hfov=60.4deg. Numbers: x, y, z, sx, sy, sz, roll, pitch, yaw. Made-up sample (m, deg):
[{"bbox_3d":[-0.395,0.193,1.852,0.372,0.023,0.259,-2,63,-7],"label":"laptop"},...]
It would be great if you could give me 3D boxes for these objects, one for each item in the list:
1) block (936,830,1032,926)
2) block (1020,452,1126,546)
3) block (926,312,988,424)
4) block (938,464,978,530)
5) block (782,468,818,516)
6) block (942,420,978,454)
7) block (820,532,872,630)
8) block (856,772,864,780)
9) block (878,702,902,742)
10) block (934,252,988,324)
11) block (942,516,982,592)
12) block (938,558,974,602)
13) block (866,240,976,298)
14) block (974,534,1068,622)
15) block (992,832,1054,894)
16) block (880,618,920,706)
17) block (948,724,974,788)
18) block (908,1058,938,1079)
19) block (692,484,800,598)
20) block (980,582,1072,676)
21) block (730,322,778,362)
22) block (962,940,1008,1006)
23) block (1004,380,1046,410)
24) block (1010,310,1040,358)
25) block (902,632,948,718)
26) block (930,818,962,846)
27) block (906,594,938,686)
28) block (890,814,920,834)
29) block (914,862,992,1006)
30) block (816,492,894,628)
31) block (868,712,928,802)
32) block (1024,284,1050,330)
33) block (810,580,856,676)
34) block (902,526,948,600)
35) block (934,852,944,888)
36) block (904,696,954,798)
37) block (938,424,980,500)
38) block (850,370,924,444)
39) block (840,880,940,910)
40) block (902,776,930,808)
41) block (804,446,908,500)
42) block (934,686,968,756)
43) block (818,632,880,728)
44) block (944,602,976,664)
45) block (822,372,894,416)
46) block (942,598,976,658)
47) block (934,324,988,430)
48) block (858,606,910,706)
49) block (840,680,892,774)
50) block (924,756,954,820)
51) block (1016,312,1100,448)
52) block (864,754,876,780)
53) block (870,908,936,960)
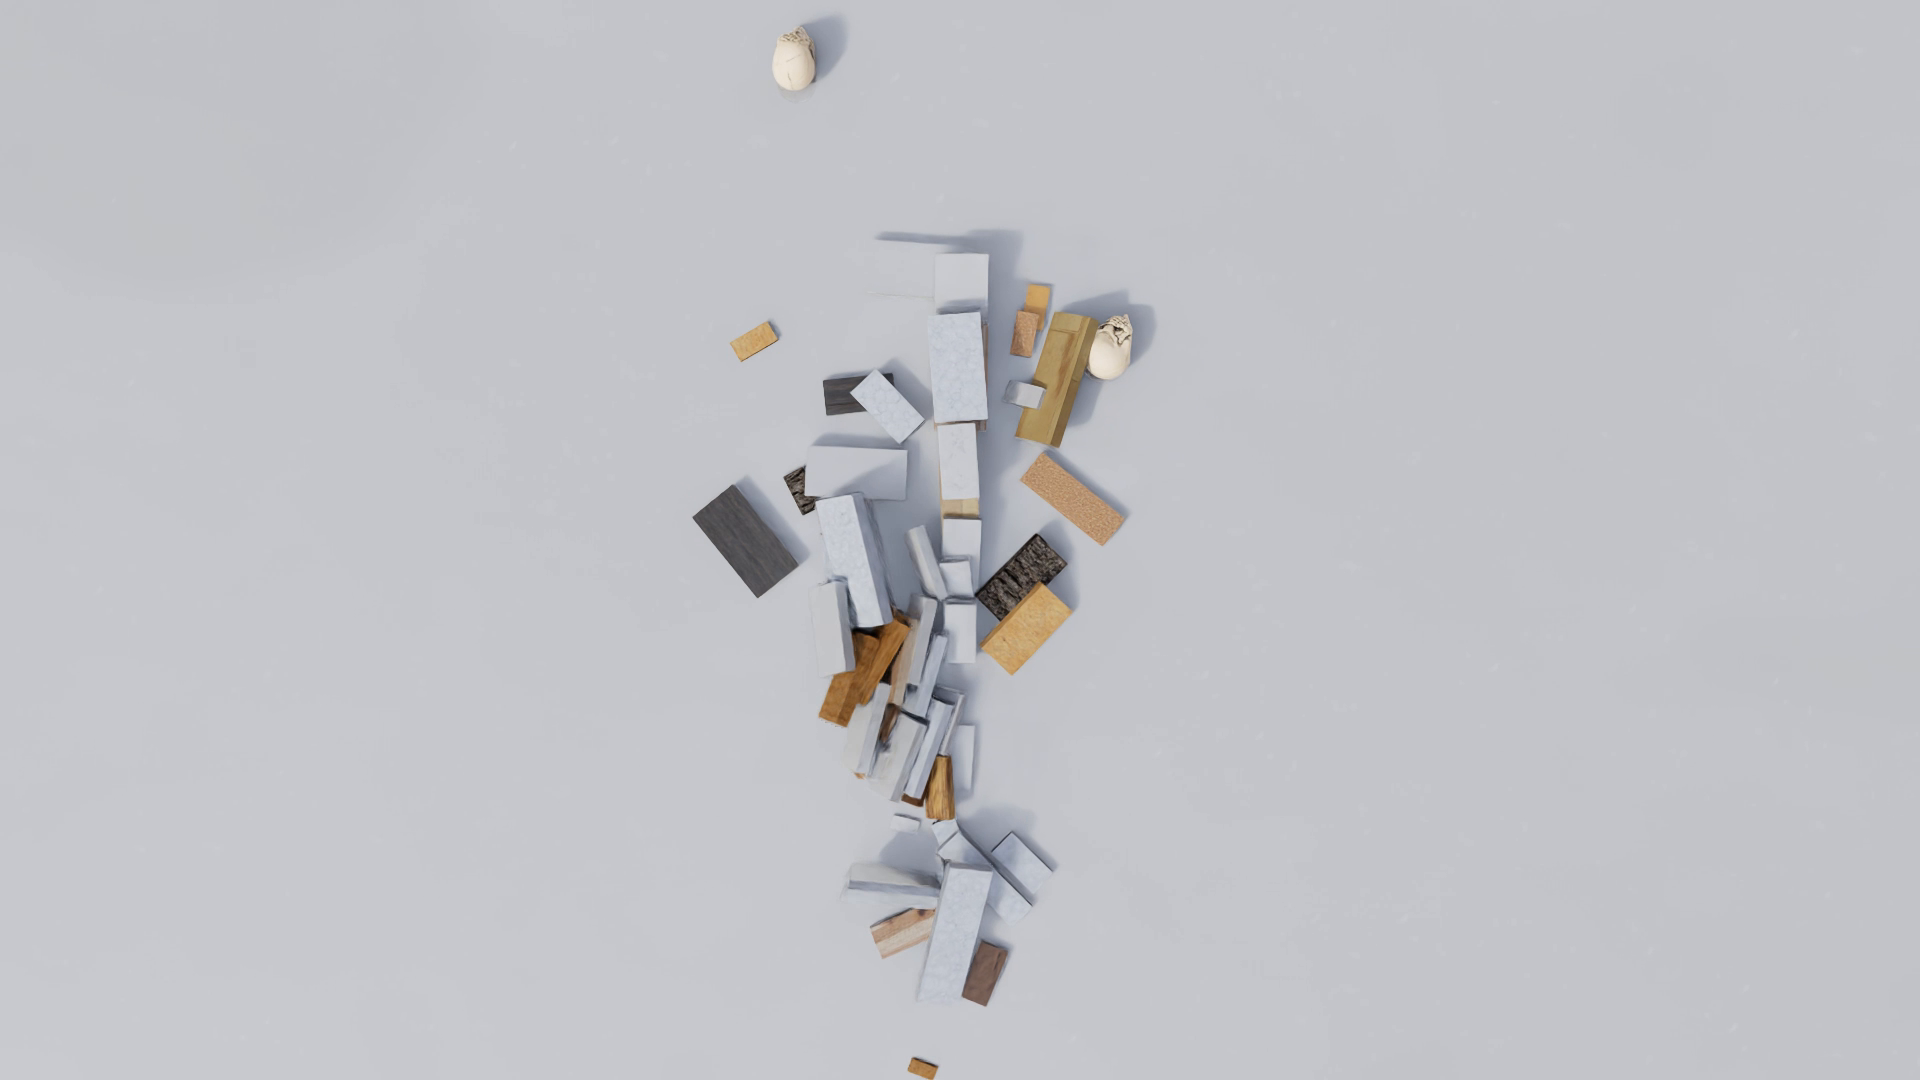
[{"bbox_3d":[0.082,1.120,5.452,0.097,0.028,0.366,-43,101,0],"label":"block"},{"bbox_3d":[0.373,-0.135,5.483,0.353,0.033,0.117,39,90,0],"label":"block"},{"bbox_3d":[-0.008,-0.559,5.358,0.173,0.049,0.347,-4,94,0],"label":"block"},{"bbox_3d":[-0.002,-0.126,5.432,0.125,0.035,0.250,-2,109,1],"label":"block"},{"bbox_3d":[-0.525,-0.162,5.490,0.072,0.020,0.144,-27,90,0],"label":"block"},{"bbox_3d":[0.000,-0.380,5.431,0.121,0.034,0.242,2,103,0],"label":"block"},{"bbox_3d":[-0.356,0.129,5.462,0.166,0.047,0.331,-9,95,0],"label":"block"},{"bbox_3d":[-0.313,0.722,5.466,0.019,0.067,0.133,17,90,-10],"label":"block"},{"bbox_3d":[-0.245,0.594,5.472,0.067,0.019,0.133,25,90,39],"label":"block"},{"bbox_3d":[0.004,-0.769,5.433,0.173,0.049,0.346,1,105,0],"label":"block"},{"bbox_3d":[0.003,0.048,5.448,0.125,0.035,0.250,3,106,0],"label":"block"},{"bbox_3d":[-0.009,0.162,5.446,0.101,0.029,0.203,-5,112,3],"label":"block"},{"bbox_3d":[-0.129,-0.894,5.475,0.346,0.049,0.173,4,90,0],"label":"block"},{"bbox_3d":[0.202,0.131,5.463,0.293,0.040,0.142,-45,105,0],"label":"block"},{"bbox_3d":[0.207,1.072,5.486,0.194,0.028,0.097,44,90,0],"label":"block"},{"bbox_3d":[-0.208,0.393,5.419,0.040,0.142,0.284,13,86,-25],"label":"block"},{"bbox_3d":[-0.009,0.718,5.485,0.103,0.029,0.206,4,90,0],"label":"block"},{"bbox_3d":[-0.124,1.763,5.494,0.091,0.013,0.045,20,90,0],"label":"block"},{"bbox_3d":[-0.711,0.005,5.475,0.173,0.049,0.347,-39,90,0],"label":"block"},{"bbox_3d":[0.218,0.293,5.457,0.146,0.041,0.292,43,90,-18],"label":"block"},{"bbox_3d":[-0.686,-0.660,5.490,0.144,0.020,0.072,-30,90,0],"label":"block"},{"bbox_3d":[0.079,1.442,5.486,0.097,0.028,0.194,22,90,0],"label":"block"},{"bbox_3d":[0.214,-0.480,5.448,0.144,0.020,0.072,19,90,37],"label":"block"},{"bbox_3d":[0.214,-0.685,5.474,0.072,0.020,0.144,10,103,0],"label":"block"},{"bbox_3d":[-0.121,0.437,5.431,0.038,0.135,0.269,16,90,-26],"label":"block"},{"bbox_3d":[-0.027,1.006,5.488,0.081,0.023,0.163,-23,90,0],"label":"block"},{"bbox_3d":[-0.149,0.326,5.427,0.040,0.142,0.284,13,90,-23],"label":"block"},{"bbox_3d":[-0.183,0.948,5.494,0.091,0.013,0.045,14,90,0],"label":"block"},{"bbox_3d":[-0.023,1.292,5.396,0.146,0.041,0.500,9,106,-16],"label":"block"},{"bbox_3d":[-0.343,0.068,5.355,0.173,0.049,0.434,-8,98,42],"label":"block"},{"bbox_3d":[-0.207,0.715,5.436,0.038,0.135,0.269,21,90,-40],"label":"block"},{"bbox_3d":[0.252,-0.774,5.490,0.072,0.020,0.144,11,90,0],"label":"block"},{"bbox_3d":[-0.416,0.290,5.381,0.041,0.146,0.292,-1,80,-40],"label":"block"},{"bbox_3d":[-0.115,0.082,5.435,0.035,0.125,0.250,-19,90,-21],"label":"block"},{"bbox_3d":[-0.065,1.104,5.467,0.019,0.067,0.133,-7,90,0],"label":"block"},{"bbox_3d":[-0.132,0.676,5.438,0.038,0.135,0.324,20,90,-45],"label":"block"},{"bbox_3d":[-0.004,-0.254,5.357,0.121,0.034,0.242,-4,91,1],"label":"block"},{"bbox_3d":[-0.239,-0.441,5.450,0.117,0.033,0.234,-44,90,0],"label":"block"},{"bbox_3d":[-0.212,1.161,5.384,0.340,0.111,0.031,9,55,-15],"label":"block"},{"bbox_3d":[-0.143,0.795,5.463,0.023,0.081,0.163,12,90,-45],"label":"block"},{"bbox_3d":[-0.344,-0.221,5.465,0.331,0.047,0.166,3,88,-3],"label":"block"},{"bbox_3d":[-0.057,0.599,5.458,0.103,0.029,0.206,18,89,32],"label":"block"},{"bbox_3d":[-0.362,0.454,5.392,0.043,0.151,0.301,25,82,-26],"label":"block"},{"bbox_3d":[0.002,0.304,5.431,0.101,0.029,0.203,1,107,0],"label":"block"},{"bbox_3d":[-0.333,-0.484,5.483,0.234,0.033,0.117,-6,90,0],"label":"block"},{"bbox_3d":[-0.003,0.291,5.457,0.101,0.029,0.203,3,107,0],"label":"block"},{"bbox_3d":[0.004,-0.539,5.437,0.173,0.049,0.346,1,103,0],"label":"block"},{"bbox_3d":[-0.274,0.377,5.397,0.043,0.151,0.302,26,101,-26],"label":"block"},{"bbox_3d":[-0.311,0.604,5.423,0.043,0.151,0.302,15,90,-25],"label":"block"},{"bbox_3d":[-0.071,0.819,5.455,0.103,0.029,0.206,-4,90,41],"label":"block"},{"bbox_3d":[0.319,-0.528,5.424,0.047,0.166,0.434,18,90,-44],"label":"block"},{"bbox_3d":[-0.303,0.749,5.476,0.013,0.045,0.091,17,90,-17],"label":"block"},{"bbox_3d":[-0.177,1.296,5.484,0.221,0.031,0.111,-24,90,0],"label":"block"}]
